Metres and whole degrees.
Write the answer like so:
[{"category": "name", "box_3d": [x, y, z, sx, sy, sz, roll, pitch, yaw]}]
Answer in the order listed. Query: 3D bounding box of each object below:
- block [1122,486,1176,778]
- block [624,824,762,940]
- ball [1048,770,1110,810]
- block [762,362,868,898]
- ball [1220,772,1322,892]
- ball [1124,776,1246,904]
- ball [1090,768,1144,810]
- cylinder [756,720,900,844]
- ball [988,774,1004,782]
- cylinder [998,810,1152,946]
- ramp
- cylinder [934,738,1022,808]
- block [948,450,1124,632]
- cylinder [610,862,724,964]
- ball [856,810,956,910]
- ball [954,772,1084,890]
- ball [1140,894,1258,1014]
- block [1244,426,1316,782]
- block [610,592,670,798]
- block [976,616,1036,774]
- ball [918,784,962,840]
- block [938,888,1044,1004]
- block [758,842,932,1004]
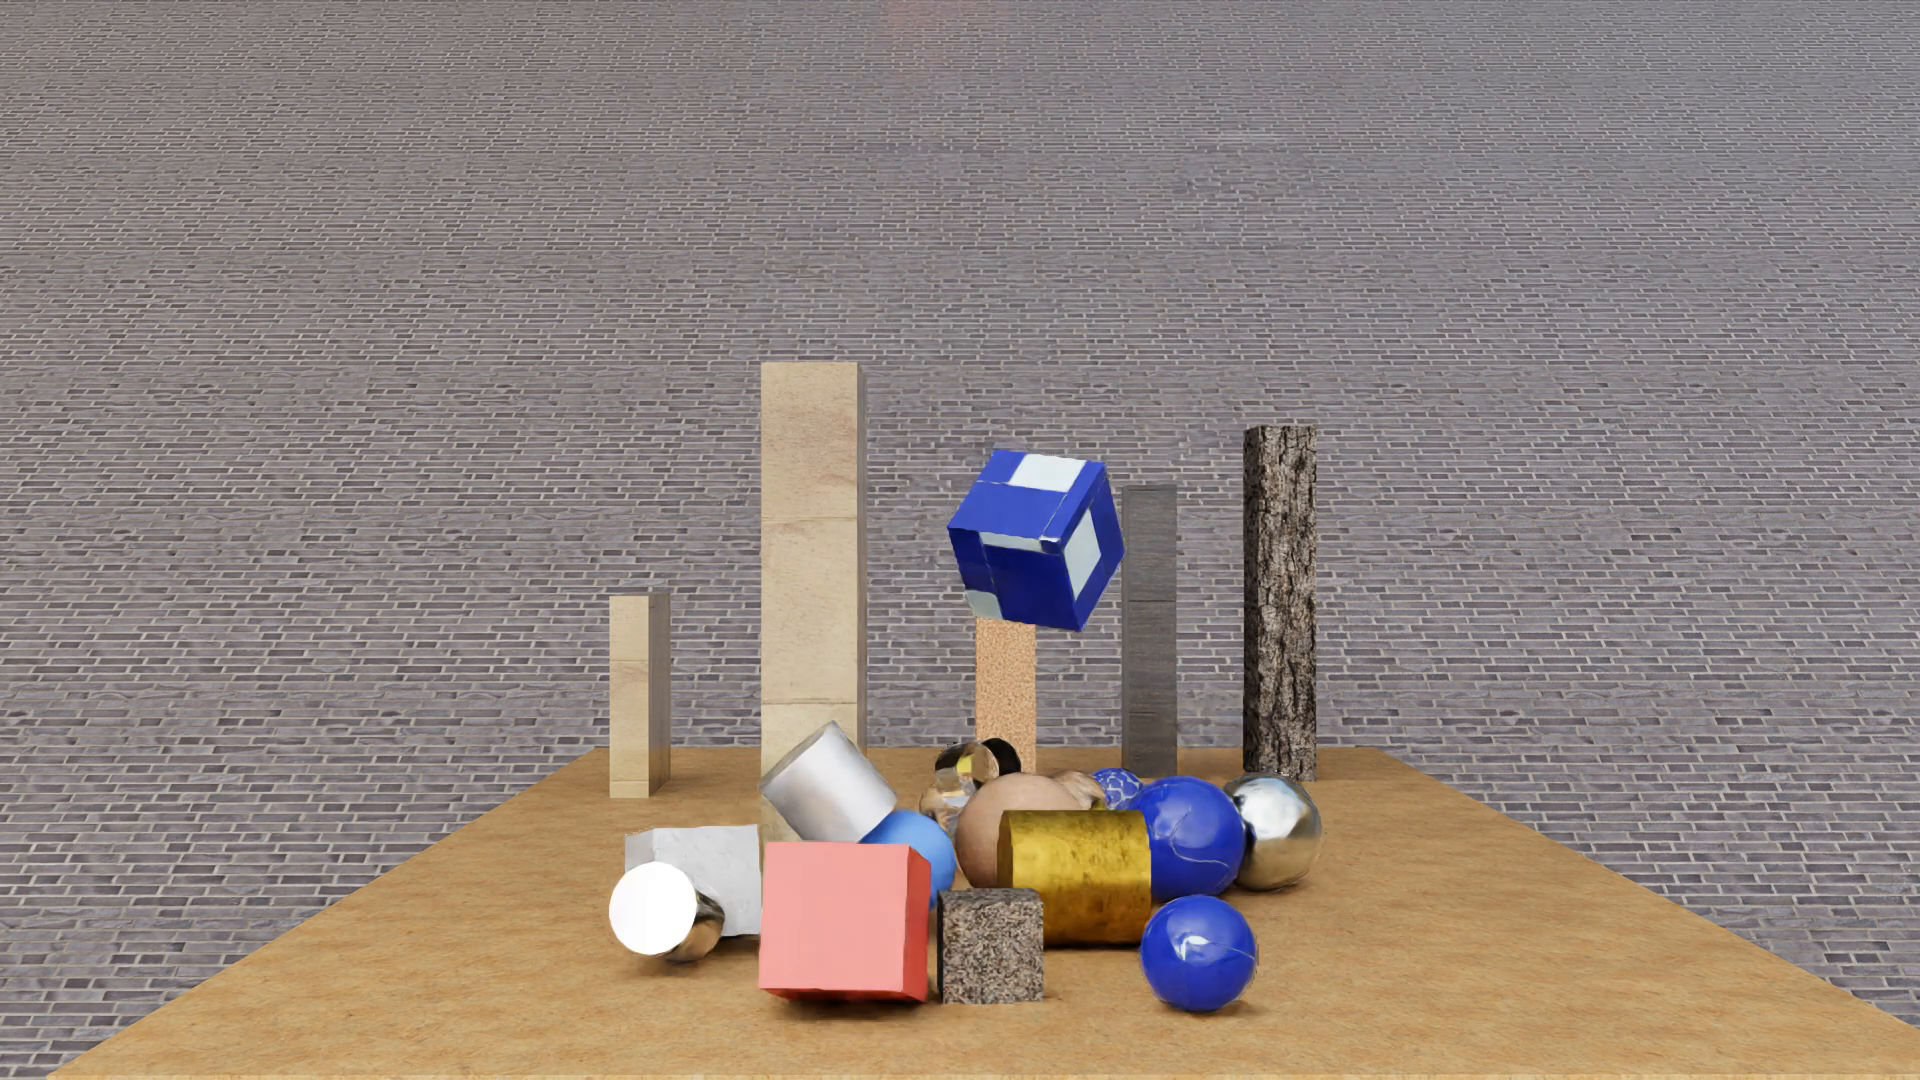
[{"category": "block", "box_3d": [0.433, 0.206, 5.942, 0.106, 0.659, 0.269, 0, 0, 0]}, {"category": "block", "box_3d": [-0.355, 0.460, 3.443, 0.143, 0.143, 0.143, 0, -11, -23]}, {"category": "ball", "box_3d": [0.189, 0.469, 4.473, 0.143, 0.143, 0.143, 0, 29, 0]}, {"category": "block", "box_3d": [-0.207, 0.149, 3.738, 0.131, 0.787, 0.394, 0, 0, 0]}, {"category": "ball", "box_3d": [0.466, 0.449, 3.986, 0.184, 0.184, 0.184, 0, 29, 0]}, {"category": "ball", "box_3d": [0.328, 0.446, 3.831, 0.193, 0.193, 0.193, 0, 29, 0]}, {"category": "ball", "box_3d": [0.270, 0.472, 4.589, 0.135, 0.135, 0.135, 0, 29, 0]}, {"category": "cylinder", "box_3d": [-0.177, 0.338, 3.469, 0.136, 0.136, 0.136, -40, 5, 4]}, {"category": "ball", "box_3d": [0.089, 0.482, 4.707, 0.115, 0.115, 0.115, 0, 29, 0]}, {"category": "cylinder", "box_3d": [0.151, 0.452, 3.460, 0.182, 0.182, 0.182, 0, 29, -6]}, {"category": "ramp", "box_3d": [0.066, 0.589, 4.641, 2.000, 0.100, 4.000, 0, 0, 0]}, {"category": "cylinder", "box_3d": [0.031, 0.399, 4.429, 0.108, 0.108, 0.108, -25, 5, -37]}, {"category": "block", "box_3d": [0.118, 0.000, 3.913, 0.181, 0.181, 0.181, 8, 45, 27]}, {"category": "cylinder", "box_3d": [-0.370, 0.473, 3.271, 0.114, 0.114, 0.114, 9, -13, 16]}, {"category": "ball", "box_3d": [-0.077, 0.440, 3.506, 0.145, 0.145, 0.145, 0, 29, 0]}, {"category": "ball", "box_3d": [0.093, 0.442, 3.802, 0.201, 0.201, 0.201, 0, 29, 0]}, {"category": "ball", "box_3d": [0.275, 0.477, 2.985, 0.135, 0.135, 0.135, 0, 29, 0]}, {"category": "block", "box_3d": [0.725, 0.141, 5.871, 0.128, 0.788, 0.285, 0, 0, 0]}, {"category": "block", "box_3d": [-0.690, 0.327, 5.599, 0.081, 0.420, 0.416, 0, 0, 0]}, {"category": "block", "box_3d": [0.097, 0.230, 5.628, 0.125, 0.612, 0.309, 0, 0, 0]}, {"category": "ball", "box_3d": [-0.020, 0.484, 4.652, 0.110, 0.110, 0.110, 0, 29, 0]}, {"category": "block", "box_3d": [0.035, 0.485, 3.099, 0.118, 0.118, 0.118, 0, 0, -4]}, {"category": "block", "box_3d": [-0.131, 0.444, 2.993, 0.165, 0.165, 0.165, 0, -15, 9]}]
